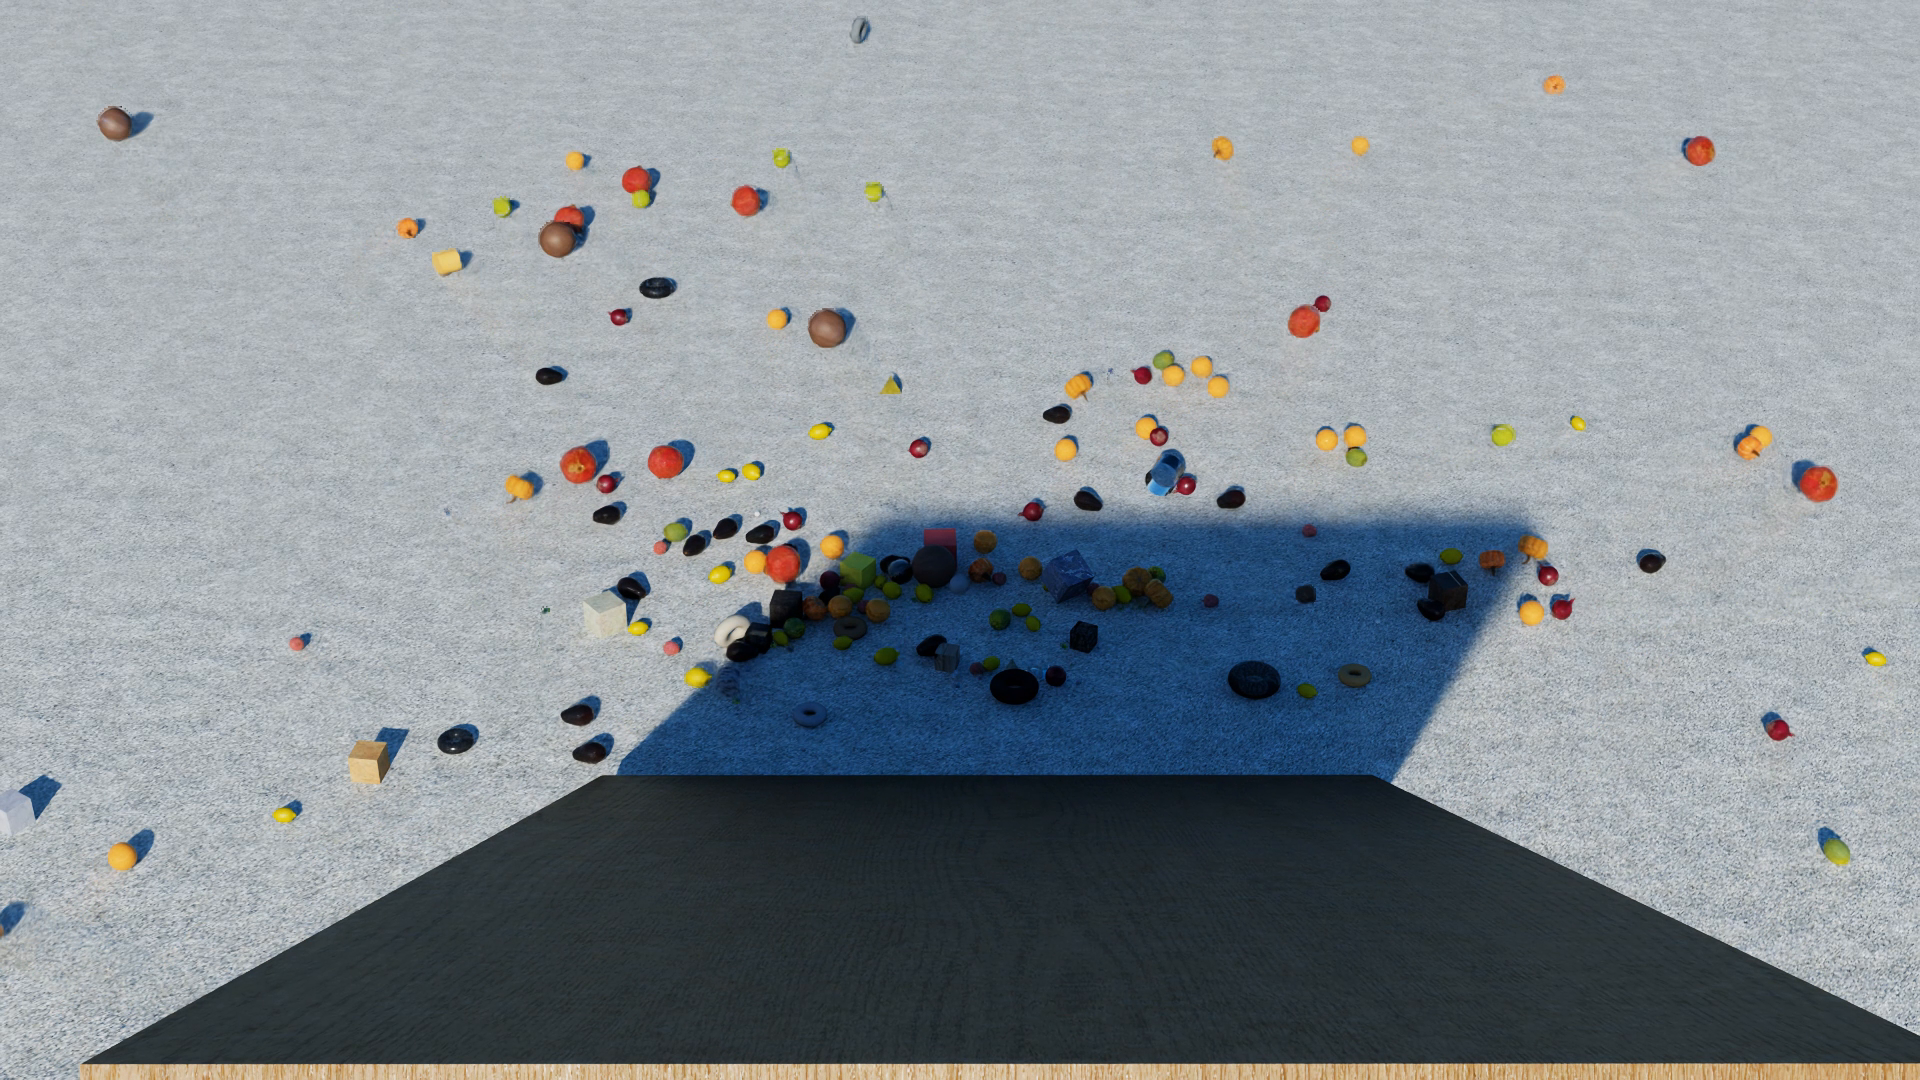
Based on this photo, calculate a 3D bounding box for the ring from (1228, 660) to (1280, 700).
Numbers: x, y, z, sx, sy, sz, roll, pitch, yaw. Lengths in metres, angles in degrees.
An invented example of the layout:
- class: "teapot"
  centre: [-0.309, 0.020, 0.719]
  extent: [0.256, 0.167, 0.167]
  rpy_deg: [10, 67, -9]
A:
- class: "ring"
  centre: [0.817, 0.388, 7.193]
  extent: [0.147, 0.049, 0.147]
  rpy_deg: [1, 33, -1]

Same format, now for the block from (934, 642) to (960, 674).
- class: "block"
  centre: [-0.036, 0.330, 7.275]
  extent: [0.057, 0.057, 0.057]
  rpy_deg: [8, 33, 13]

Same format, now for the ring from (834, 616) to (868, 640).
- class: "ring"
  centre: [-0.314, 0.253, 7.421]
  extent: [0.098, 0.033, 0.098]
  rpy_deg: [-1, 33, 0]

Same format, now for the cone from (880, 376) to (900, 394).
- class: "cone"
  centre: [-0.242, -0.502, 8.616]
  extent: [0.066, 0.066, 0.066]
  rpy_deg: [-32, 37, 0]

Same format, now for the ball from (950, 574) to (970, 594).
- class: "ball"
  centre: [0.000, 0.129, 7.592]
  extent: [0.060, 0.060, 0.060]
  rpy_deg: [0, 32, 0]

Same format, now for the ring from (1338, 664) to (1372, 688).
- class: "ring"
  centre: [1.100, 0.377, 7.226]
  extent: [0.094, 0.031, 0.094]
  rpy_deg: [-1, 31, 0]

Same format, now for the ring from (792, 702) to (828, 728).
- class: "ring"
  centre: [-0.409, 0.476, 7.070]
  extent: [0.094, 0.031, 0.094]
  rpy_deg: [-1, 34, 0]

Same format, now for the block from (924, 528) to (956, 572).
- class: "block"
  centre: [-0.059, 0.032, 7.713]
  extent: [0.094, 0.094, 0.094]
  rpy_deg: [-1, 32, -2]

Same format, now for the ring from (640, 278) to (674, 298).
- class: "ring"
  centre: [-1.081, -0.897, 9.231]
  extent: [0.123, 0.041, 0.123]
  rpy_deg: [0, 31, 0]

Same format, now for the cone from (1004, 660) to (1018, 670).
- class: "cone"
  centre: [0.145, 0.352, 7.244]
  extent: [0.053, 0.053, 0.053]
  rpy_deg: [0, 32, 0]

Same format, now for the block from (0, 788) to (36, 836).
- class: "block"
  centre: [-2.441, 0.701, 6.673]
  extent: [0.075, 0.075, 0.075]
  rpy_deg: [21, 38, 29]

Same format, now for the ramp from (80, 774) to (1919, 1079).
- class: "ramp"
  centre: [0.072, 0.631, 4.729]
  extent: [2.000, 0.100, 4.000]
  rpy_deg: [0, -1, 0]

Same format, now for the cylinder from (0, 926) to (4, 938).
- class: "cylinder"
  centre: [-2.365, 0.956, 6.279]
  extent: [0.065, 0.065, 0.065]
  rpy_deg: [15, 35, 23]

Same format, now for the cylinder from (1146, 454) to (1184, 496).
- class: "cylinder"
  centre: [0.638, -0.203, 8.082]
  extent: [0.096, 0.096, 0.096]
  rpy_deg: [13, 34, 19]

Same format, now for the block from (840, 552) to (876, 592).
- class: "block"
  centre: [-0.300, 0.094, 7.630]
  extent: [0.077, 0.077, 0.077]
  rpy_deg: [19, 37, 27]

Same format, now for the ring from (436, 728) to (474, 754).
- class: "ring"
  centre: [-1.356, 0.541, 6.966]
  extent: [0.098, 0.033, 0.098]
  rpy_deg: [-1, 32, 1]

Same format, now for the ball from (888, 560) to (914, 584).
- class: "ball"
  centre: [-0.175, 0.094, 7.632]
  extent: [0.075, 0.075, 0.075]
  rpy_deg: [0, 32, 0]

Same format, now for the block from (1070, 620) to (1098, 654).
- class: "block"
  centre: [0.351, 0.276, 7.360]
  extent: [0.060, 0.060, 0.060]
  rpy_deg: [15, 35, 22]

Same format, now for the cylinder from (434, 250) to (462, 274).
- class: "cylinder"
  centre: [-1.853, -1.004, 9.366]
  extent: [0.076, 0.076, 0.076]
  rpy_deg: [-17, 36, -25]

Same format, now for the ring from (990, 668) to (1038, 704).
- class: "ring"
  centre: [0.150, 0.405, 7.169]
  extent: [0.136, 0.045, 0.136]
  rpy_deg: [-1, 33, 1]

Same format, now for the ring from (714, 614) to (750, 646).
- class: "ring"
  centre: [-0.645, 0.256, 7.350]
  extent: [0.117, 0.117, 0.039]
  rpy_deg: [-22, 58, -31]

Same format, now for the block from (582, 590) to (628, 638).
- class: "block"
  centre: [-1.017, 0.214, 7.431]
  extent: [0.088, 0.088, 0.088]
  rpy_deg: [-23, 39, -32]

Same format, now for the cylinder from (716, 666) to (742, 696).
- class: "cylinder"
  centre: [-0.640, 0.393, 7.172]
  extent: [0.062, 0.062, 0.062]
  rpy_deg: [2, 41, 4]

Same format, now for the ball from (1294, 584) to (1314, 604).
- class: "ball"
  centre: [1.003, 0.158, 7.549]
  extent: [0.056, 0.056, 0.056]
  rpy_deg: [0, 32, 0]

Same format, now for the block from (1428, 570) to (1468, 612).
- class: "block"
  centre: [1.419, 0.150, 7.539]
  extent: [0.080, 0.080, 0.080]
  rpy_deg: [-10, 34, -15]

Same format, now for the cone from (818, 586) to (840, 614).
- class: "cone"
  centre: [-0.365, 0.185, 7.529]
  extent: [0.071, 0.071, 0.071]
  rpy_deg: [-17, 63, -25]

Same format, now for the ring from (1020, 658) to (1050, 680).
- class: "ring"
  centre: [0.208, 0.363, 7.251]
  extent: [0.087, 0.029, 0.087]
  rpy_deg: [-1, 33, 0]

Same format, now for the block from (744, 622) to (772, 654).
- class: "block"
  centre: [-0.571, 0.278, 7.356]
  extent: [0.060, 0.060, 0.060]
  rpy_deg: [9, 33, 14]

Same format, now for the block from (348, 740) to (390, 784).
- class: "block"
  centre: [-1.561, 0.587, 6.849]
  extent: [0.079, 0.079, 0.079]
  rpy_deg: [4, 33, 7]

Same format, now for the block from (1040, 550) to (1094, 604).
- class: "block"
  centre: [0.313, 0.107, 7.558]
  extent: [0.098, 0.098, 0.098]
  rpy_deg: [-22, 68, -30]

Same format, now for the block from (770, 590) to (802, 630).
- class: "block"
  centre: [-0.500, 0.200, 7.460]
  extent: [0.080, 0.080, 0.080]
  rpy_deg: [4, 33, 7]
